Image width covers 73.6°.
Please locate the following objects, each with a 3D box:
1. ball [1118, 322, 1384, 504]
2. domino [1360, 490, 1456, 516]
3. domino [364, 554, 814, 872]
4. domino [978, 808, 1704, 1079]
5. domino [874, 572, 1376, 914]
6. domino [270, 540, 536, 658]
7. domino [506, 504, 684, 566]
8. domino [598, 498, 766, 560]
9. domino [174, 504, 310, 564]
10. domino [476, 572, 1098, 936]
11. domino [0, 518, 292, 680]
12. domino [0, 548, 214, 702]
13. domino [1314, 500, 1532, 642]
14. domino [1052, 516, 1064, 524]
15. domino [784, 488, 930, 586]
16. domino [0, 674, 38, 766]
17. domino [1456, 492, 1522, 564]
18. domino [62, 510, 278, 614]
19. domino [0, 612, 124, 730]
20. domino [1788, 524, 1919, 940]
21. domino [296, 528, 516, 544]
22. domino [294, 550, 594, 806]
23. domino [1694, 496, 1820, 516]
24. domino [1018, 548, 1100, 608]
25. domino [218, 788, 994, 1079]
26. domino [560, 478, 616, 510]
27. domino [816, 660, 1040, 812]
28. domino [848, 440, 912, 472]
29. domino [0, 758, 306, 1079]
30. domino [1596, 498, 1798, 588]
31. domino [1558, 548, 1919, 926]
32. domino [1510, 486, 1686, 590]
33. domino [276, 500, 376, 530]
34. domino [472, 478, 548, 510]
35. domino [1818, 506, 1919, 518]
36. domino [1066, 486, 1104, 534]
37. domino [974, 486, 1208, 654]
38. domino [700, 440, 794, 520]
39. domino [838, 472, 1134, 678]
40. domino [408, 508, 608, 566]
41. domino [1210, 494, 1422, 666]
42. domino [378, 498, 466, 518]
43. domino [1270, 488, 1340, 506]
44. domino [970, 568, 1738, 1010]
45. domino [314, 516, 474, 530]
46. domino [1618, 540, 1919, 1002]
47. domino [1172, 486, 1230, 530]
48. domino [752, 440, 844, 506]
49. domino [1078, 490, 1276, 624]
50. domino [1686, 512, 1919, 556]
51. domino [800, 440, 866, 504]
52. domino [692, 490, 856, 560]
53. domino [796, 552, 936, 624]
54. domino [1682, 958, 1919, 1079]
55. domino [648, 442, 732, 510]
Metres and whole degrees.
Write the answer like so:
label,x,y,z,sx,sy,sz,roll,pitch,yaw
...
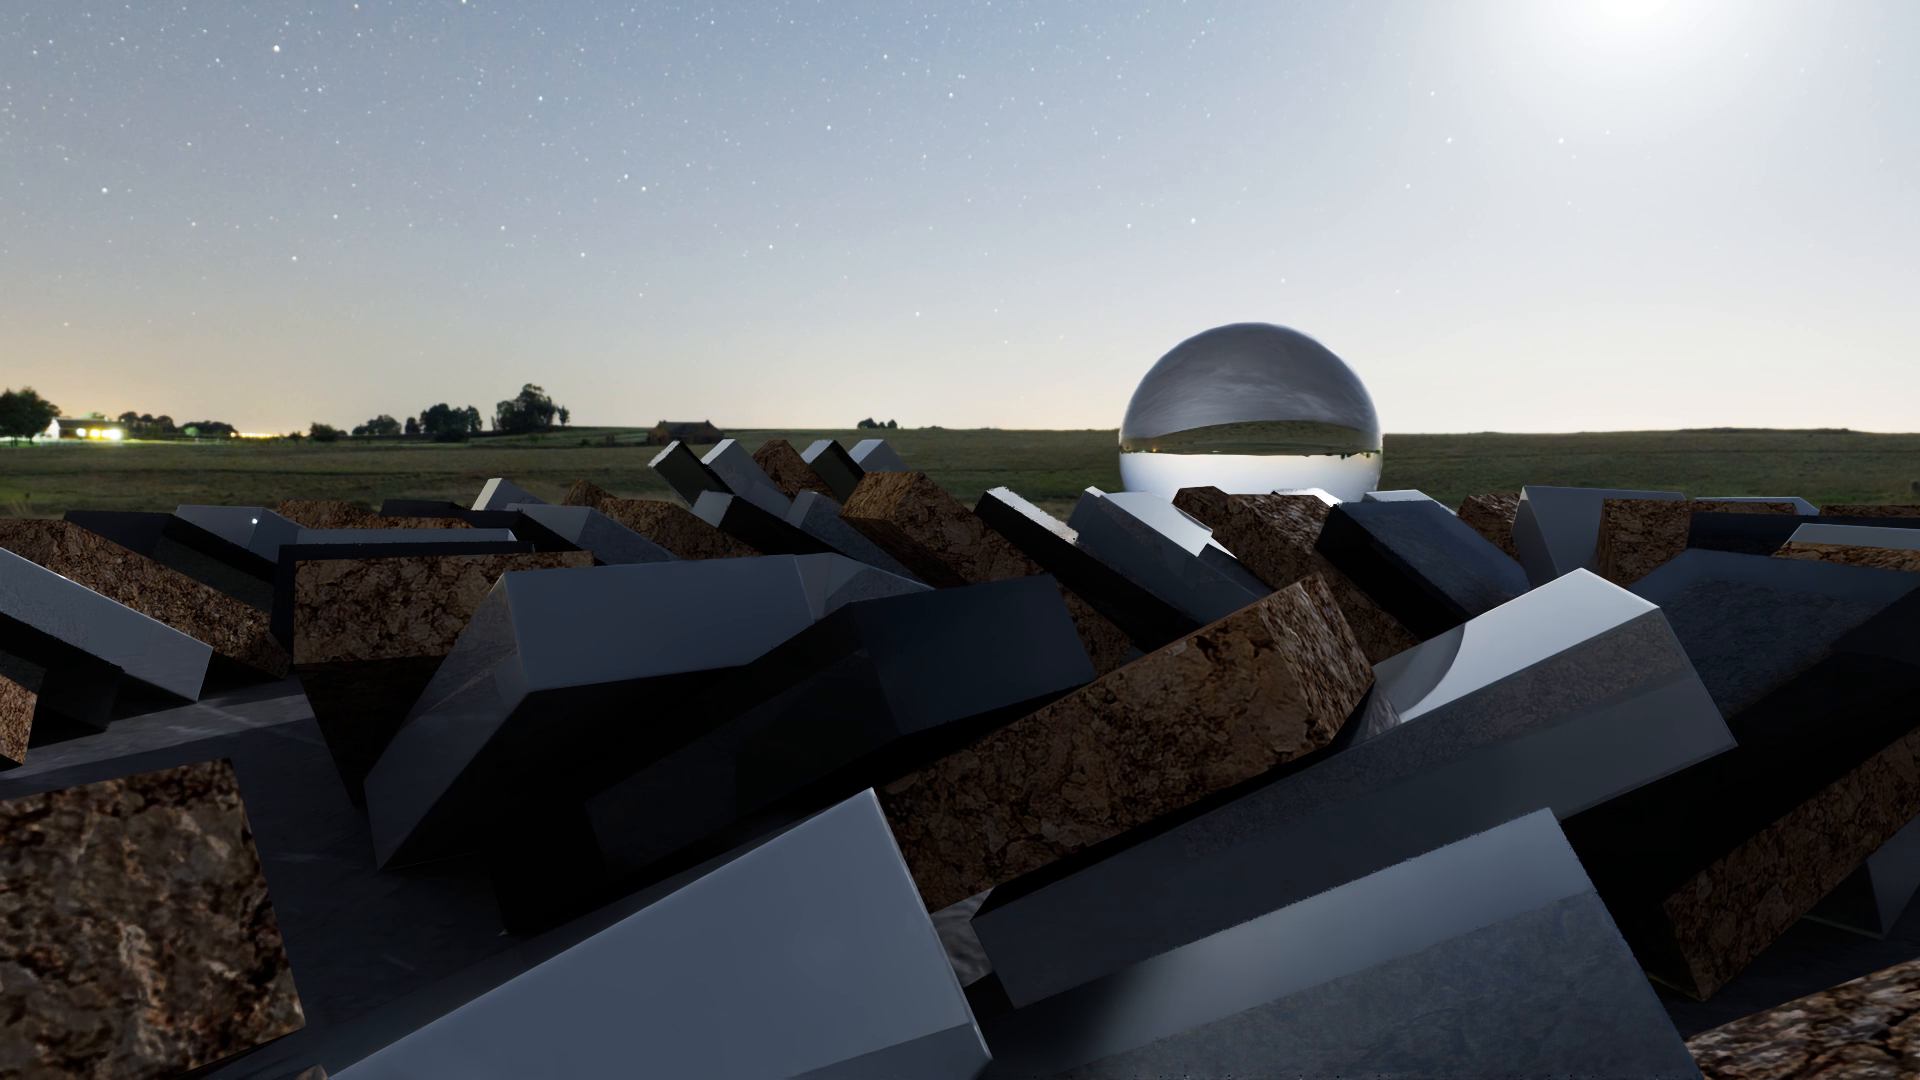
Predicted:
label,x,y,z,sx,sy,sz,roll,pitch,yaw
ball,0.089,-0.027,0.399,0.080,0.080,0.080,0,4,0
domino,0.114,0.005,0.284,0.025,0.010,0.050,-4,34,-45
domino,-0.036,0.017,0.119,0.025,0.010,0.050,-3,-24,-38
domino,-0.004,0.024,0.035,0.050,0.009,0.025,-27,-4,17
domino,0.006,0.019,0.101,0.050,0.009,0.025,-30,-8,23
domino,-0.062,0.015,0.156,0.025,0.009,0.050,-1,-24,-12
domino,-0.060,0.008,0.244,0.025,0.009,0.050,3,-22,38
domino,-0.048,0.007,0.262,0.025,0.009,0.050,4,-22,45
domino,-0.128,0.008,0.257,0.025,0.009,0.050,2,-22,27
domino,-0.016,0.018,0.108,0.050,0.009,0.025,-31,-15,34
domino,-0.139,0.011,0.214,0.025,0.010,0.050,1,-23,16
domino,-0.141,0.012,0.192,0.025,0.009,0.050,0,-23,9
domino,0.086,0.010,0.216,0.025,0.009,0.050,-2,33,-28
domino,0.029,0.004,0.305,0.050,0.009,0.025,28,5,1
domino,-0.015,0.005,0.293,0.050,0.009,0.025,28,-4,-16
domino,-0.133,0.016,0.147,0.025,0.009,0.050,-1,-23,-10
domino,0.131,0.007,0.269,0.025,0.010,0.050,-3,33,-36
domino,-0.135,0.009,0.236,0.025,0.009,0.050,2,-22,21
domino,-0.140,0.014,0.170,0.025,0.009,0.050,0,-23,3
domino,0.089,0.016,0.130,0.050,0.010,0.025,-36,22,-26
domino,-0.069,0.013,0.177,0.025,0.010,0.050,0,-24,-3
domino,-0.053,0.016,0.136,0.025,0.009,0.050,-2,-24,-20
domino,0.159,0.009,0.233,0.025,0.009,0.050,-1,33,-14
domino,0.007,0.004,0.302,0.050,0.009,0.025,27,2,-5
domino,-0.026,0.024,0.040,0.050,0.009,0.025,-28,-7,23
domino,-0.078,0.001,0.332,0.050,0.009,0.025,31,-8,-20
domino,-0.002,0.025,0.171,0.025,0.009,0.050,0,4,4
domino,-0.011,-0.006,0.353,0.009,0.050,0.025,-44,15,-10
domino,-0.049,0.023,0.047,0.050,0.009,0.025,-31,-14,33
domino,0.103,0.012,0.174,0.025,0.010,0.050,2,36,19
domino,0.051,0.018,0.106,0.050,0.009,0.025,-30,9,-7
domino,0.103,0.010,0.196,0.025,0.010,0.050,3,37,7
domino,-0.120,0.006,0.278,0.025,0.009,0.050,2,-22,34
domino,-0.095,0.001,0.320,0.050,0.009,0.025,32,-12,-24
domino,0.167,0.011,0.211,0.025,0.009,0.050,0,32,0
domino,0.050,0.004,0.306,0.050,0.009,0.025,29,8,7
domino,0.025,0.008,0.240,0.050,0.010,0.025,32,8,6
domino,-0.048,-0.005,0.344,0.010,0.050,0.025,-44,15,-10
domino,0.004,0.007,0.225,0.050,0.009,0.025,38,-13,-21
domino,-0.069,0.010,0.223,0.025,0.009,0.050,2,-23,29
domino,0.072,0.008,0.234,0.025,0.009,0.050,-1,33,-37
domino,-0.106,0.005,0.297,0.025,0.009,0.050,3,-20,35
domino,0.096,0.004,0.296,0.050,0.009,0.025,37,25,32
domino,0.027,0.019,0.097,0.050,0.009,0.025,-29,-4,16
domino,-0.074,0.011,0.201,0.025,0.009,0.050,2,-24,19
domino,0.071,0.018,0.115,0.050,0.009,0.025,-32,14,-15
domino,0.075,0.004,0.305,0.050,0.009,0.025,33,19,24
domino,-0.036,-0.005,0.348,0.009,0.050,0.025,-44,15,-10
domino,0.049,0.008,0.242,0.050,0.009,0.025,35,20,23
domino,0.099,0.015,0.152,0.025,0.010,0.050,3,35,34
domino,-0.024,-0.005,0.350,0.009,0.050,0.025,-44,15,-10
domino,-0.034,0.005,0.281,0.050,0.009,0.025,30,-9,-25
domino,-0.011,0.014,0.202,0.025,0.009,0.050,-5,-19,41
domino,0.017,0.025,0.031,0.050,0.010,0.025,-27,-2,14
domino,-0.061,-0.005,0.340,0.009,0.050,0.025,-45,15,-10
